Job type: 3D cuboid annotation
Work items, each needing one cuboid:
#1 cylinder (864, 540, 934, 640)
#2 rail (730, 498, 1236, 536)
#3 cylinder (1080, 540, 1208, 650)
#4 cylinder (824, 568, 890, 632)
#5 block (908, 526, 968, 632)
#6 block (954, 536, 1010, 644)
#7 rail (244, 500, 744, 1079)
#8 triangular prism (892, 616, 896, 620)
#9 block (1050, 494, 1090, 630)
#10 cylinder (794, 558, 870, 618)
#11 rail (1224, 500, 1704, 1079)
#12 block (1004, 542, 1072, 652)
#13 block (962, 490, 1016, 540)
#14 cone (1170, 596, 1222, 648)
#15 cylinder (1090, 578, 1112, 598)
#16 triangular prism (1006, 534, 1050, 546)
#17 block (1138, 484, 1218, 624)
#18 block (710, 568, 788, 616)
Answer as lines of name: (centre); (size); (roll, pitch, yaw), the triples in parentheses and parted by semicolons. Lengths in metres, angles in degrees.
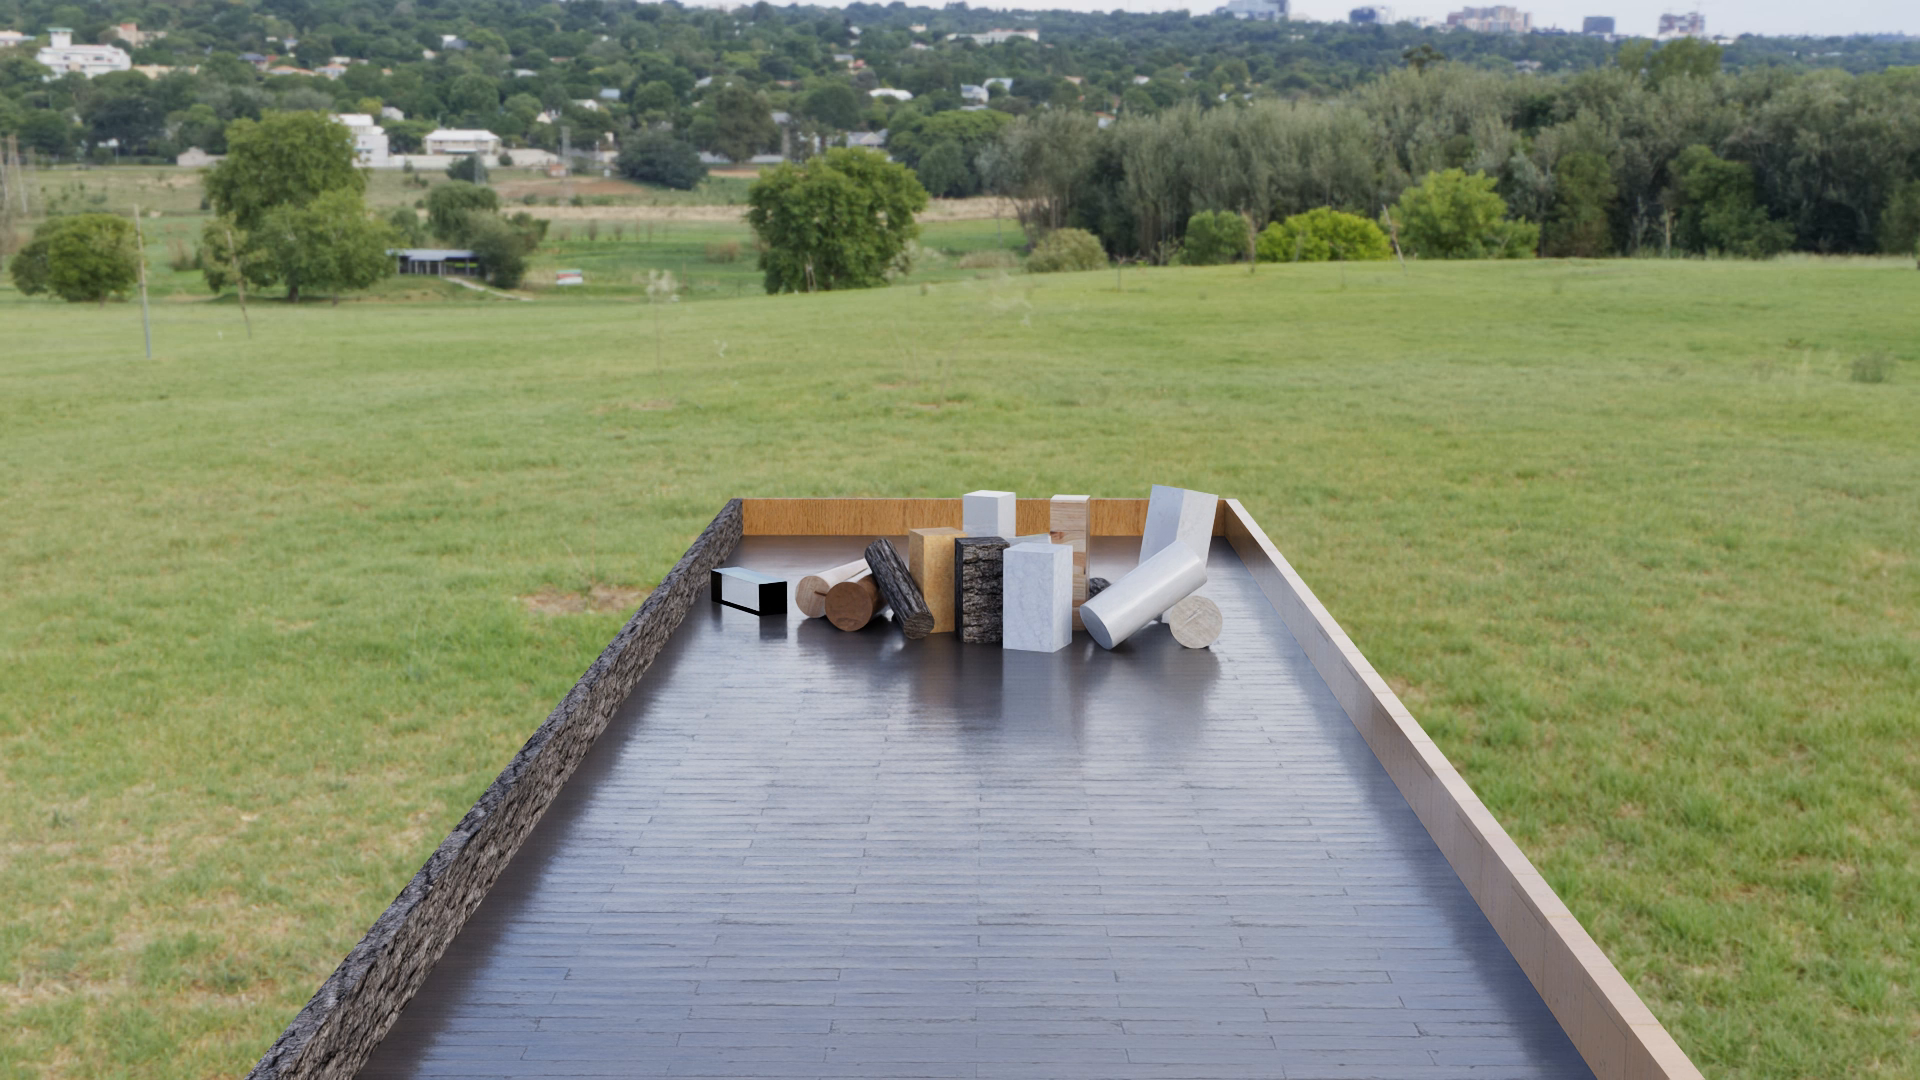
cylinder: (-0.199, 0.157, 7.156); (0.106, 0.106, 0.430); (-3, 33, -20)
rail: (0.099, -0.098, 9.147); (2.100, 0.150, 0.050); (0, 9, 1)
cylinder: (0.575, 0.171, 6.889); (0.383, 0.164, 0.164); (-33, 21, -17)
cylinder: (-0.324, 0.192, 7.276); (0.163, 0.163, 0.301); (2, 9, 14)
block: (-0.071, 0.129, 7.177); (0.150, 0.318, 0.150); (-3, 10, -20)
block: (0.070, 0.158, 7.008); (0.150, 0.315, 0.150); (-2, 9, -10)
rail: (-1.004, 0.839, 3.234); (0.050, 0.150, 12.000); (0, 9, 1)
triangular prism: (-0.112, 0.192, 7.493); (0.105, 0.091, 0.422); (3, 10, 19)
block: (0.359, 0.073, 7.183); (0.117, 0.428, 0.117); (2, 9, 10)
cylinder: (-0.405, 0.162, 7.531); (0.144, 0.144, 0.396); (4, 10, 25)
rail: (1.046, 0.843, 3.208); (0.050, 0.150, 12.000); (0, 9, 1)
block: (0.244, 0.178, 6.893); (0.167, 0.311, 0.167); (4, 10, 23)
block: (0.095, 0.066, 7.192); (0.127, 0.438, 0.127); (5, 10, 27)
cone: (0.758, 0.271, 7.047); (0.165, 0.165, 0.334); (1, -5, 7)
cylinder: (0.487, 0.220, 7.242); (0.119, 0.119, 0.449); (-1, 9, -6)
triangular prism: (0.261, 0.142, 7.066); (0.156, 0.317, 0.135); (-2, 5, 29)
block: (0.702, 0.051, 7.217); (0.154, 0.438, 0.154); (9, 2, -39)
block: (-0.726, 0.175, 7.553); (0.110, 0.110, 0.343); (-6, 11, -34)
